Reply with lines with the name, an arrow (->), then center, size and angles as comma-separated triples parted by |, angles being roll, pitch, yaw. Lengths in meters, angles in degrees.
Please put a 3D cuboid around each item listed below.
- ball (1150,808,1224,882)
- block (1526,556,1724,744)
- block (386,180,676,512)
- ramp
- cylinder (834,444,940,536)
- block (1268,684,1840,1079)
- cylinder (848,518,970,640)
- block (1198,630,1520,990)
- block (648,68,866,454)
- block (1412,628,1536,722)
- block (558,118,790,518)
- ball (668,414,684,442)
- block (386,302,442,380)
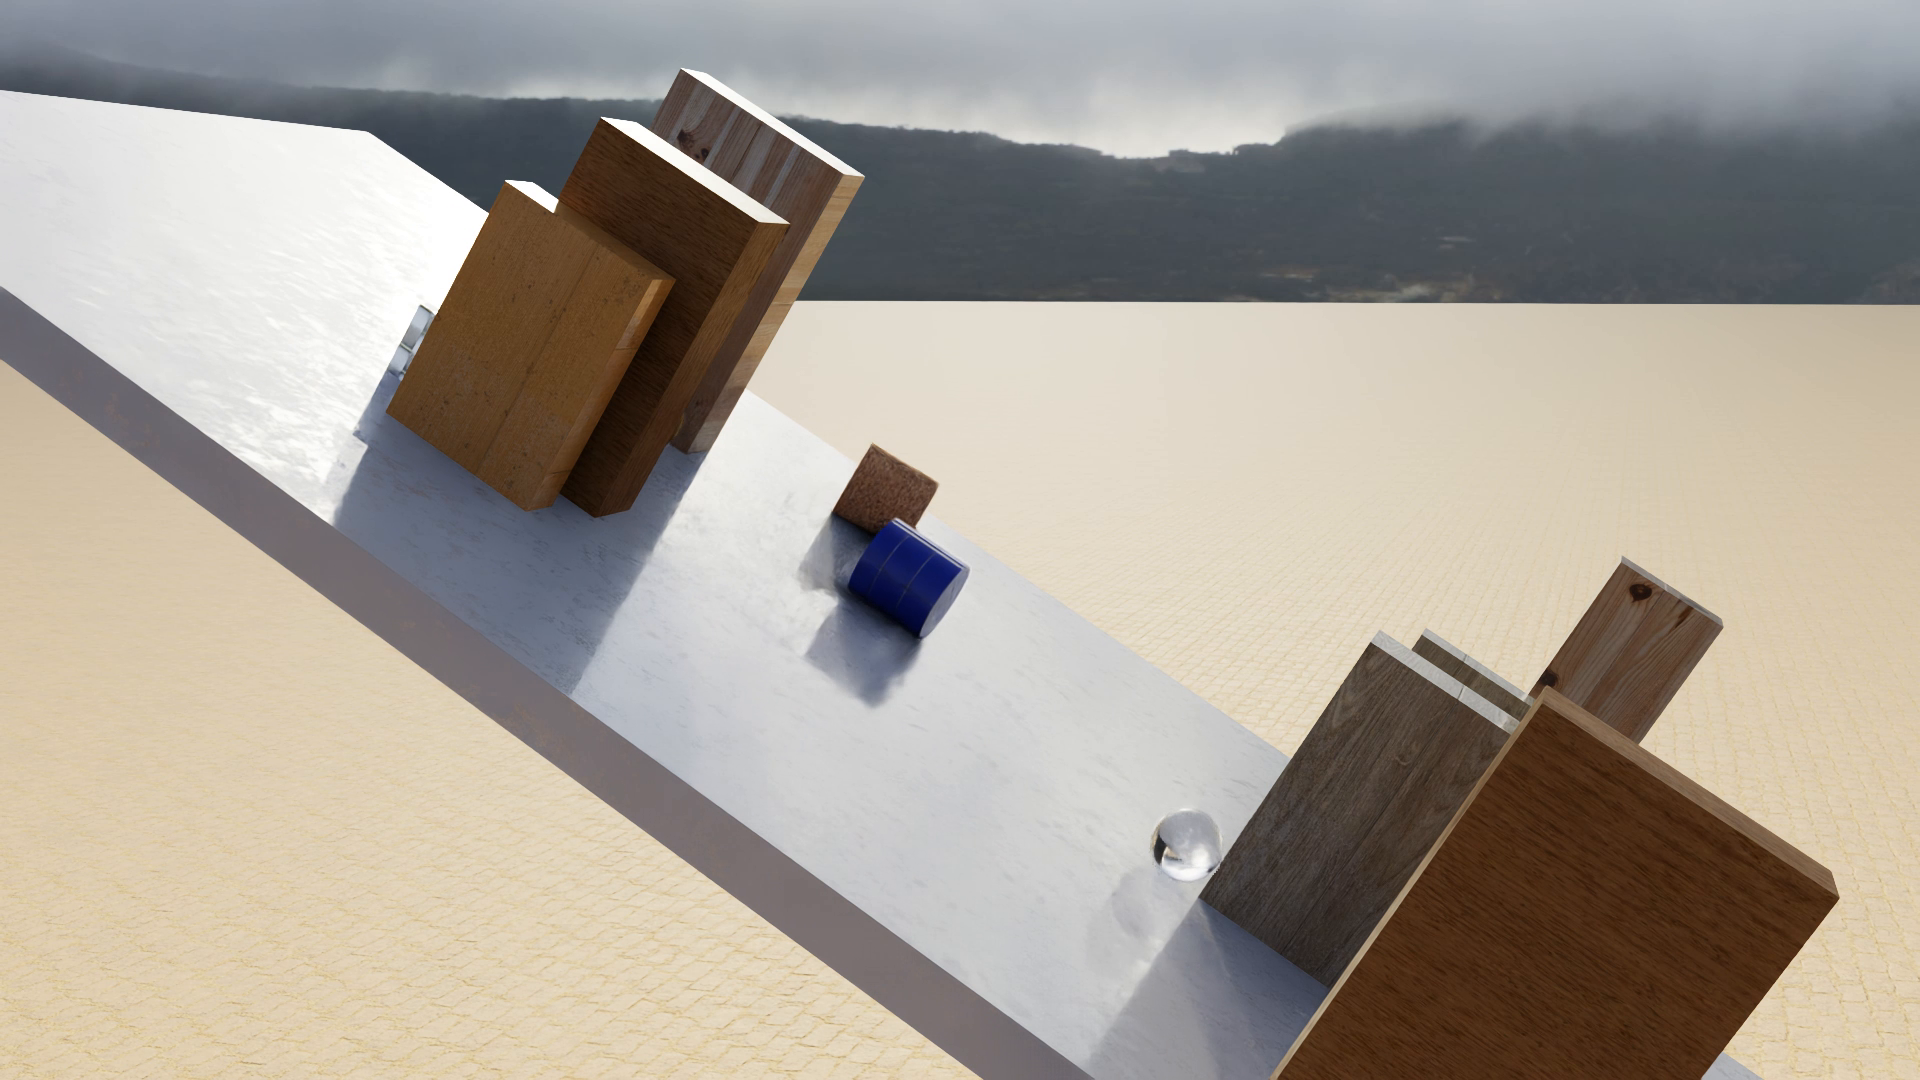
ball -> 0.396, 0.533, 3.843 | 0.129, 0.129, 0.129 | 0, 7, 0
block -> 1.275, 0.427, 4.644 | 0.240, 0.780, 0.120 | 34, 15, 11
block -> -0.736, -0.330, 3.754 | 0.313, 0.461, 0.094 | 34, 15, 11
ramp -> -0.153, 0.254, 4.112 | 4.000, 0.100, 2.000 | 34, 15, 11
cylinder -> -0.157, -0.092, 4.697 | 0.169, 0.169, 0.169 | 31, 7, -2
block -> 0.749, 0.638, 2.943 | 0.431, 0.769, 0.132 | 34, 15, 11
cylinder -> -0.099, 0.075, 4.268 | 0.170, 0.170, 0.170 | 34, 15, 10
block -> 0.752, 0.511, 3.794 | 0.440, 0.547, 0.137 | 34, 15, 11
block -> -0.542, -0.567, 4.511 | 0.407, 0.662, 0.125 | 34, 15, 11
block -> 0.882, 0.456, 4.316 | 0.261, 0.502, 0.089 | 34, 15, 11
block -> -0.613, -0.393, 3.913 | 0.344, 0.607, 0.142 | 34, 15, 11
ball -> -0.626, -0.258, 4.288 | 0.180, 0.180, 0.180 | 0, 7, 0
block -> -0.927, -0.336, 4.022 | 0.142, 0.142, 0.142 | 34, 15, 11
